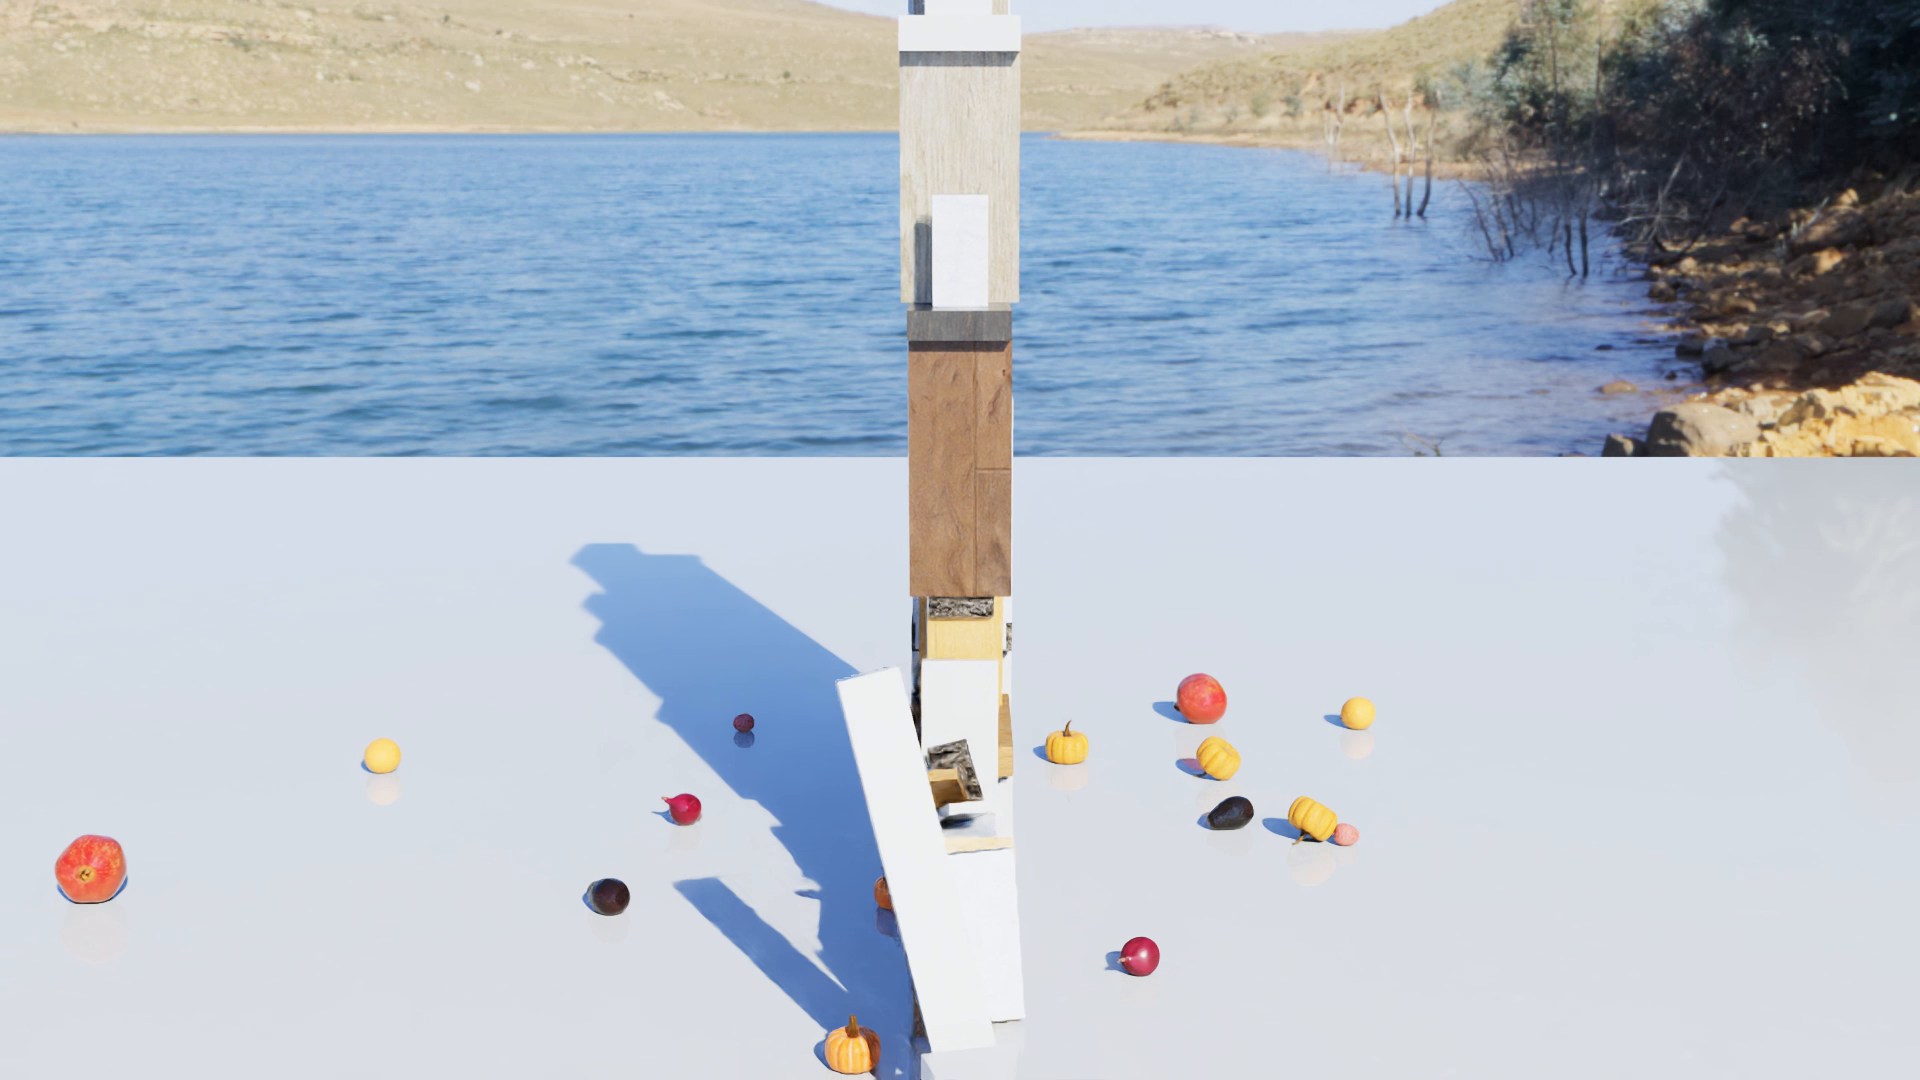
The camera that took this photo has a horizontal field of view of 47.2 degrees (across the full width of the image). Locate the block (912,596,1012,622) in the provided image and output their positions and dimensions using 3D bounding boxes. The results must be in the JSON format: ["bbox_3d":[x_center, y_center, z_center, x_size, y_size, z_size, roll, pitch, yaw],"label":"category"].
[{"bbox_3d":[0.004,-0.031,3.852,0.174,0.348,0.049,0,11,0],"label":"block"}]

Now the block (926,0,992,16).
[{"bbox_3d":[-0.002,-0.867,3.220,0.099,0.197,0.028,0,25,-1],"label":"block"}]

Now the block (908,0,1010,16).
[{"bbox_3d":[-0.002,-0.956,3.979,0.177,0.050,0.355,0,11,0],"label":"block"}]

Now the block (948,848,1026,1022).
[{"bbox_3d":[0.021,0.522,2.897,0.111,0.221,0.031,-3,-3,-14],"label":"block"}]

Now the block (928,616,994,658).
[{"bbox_3d":[0.001,0.202,3.269,0.096,0.193,0.027,0,10,0],"label":"block"}]

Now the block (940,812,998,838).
[{"bbox_3d":[-0.008,0.428,3.133,0.120,0.034,0.239,0,11,-1],"label":"block"}]

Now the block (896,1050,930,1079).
[{"bbox_3d":[0.003,0.793,2.442,0.170,0.048,0.995,0,11,0],"label":"block"}]

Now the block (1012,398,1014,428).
[{"bbox_3d":[0.004,-0.247,3.930,0.174,0.049,0.348,0,11,0],"label":"block"}]

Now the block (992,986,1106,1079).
[{"bbox_3d":[0.083,0.669,2.848,0.170,0.048,0.339,-1,11,-6],"label":"block"}]

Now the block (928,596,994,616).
[{"bbox_3d":[0.002,0.081,3.314,0.096,0.027,0.193,0,11,0],"label":"block"}]

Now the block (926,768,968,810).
[{"bbox_3d":[-0.025,0.354,3.111,0.057,0.016,0.113,-6,-28,6],"label":"block"}]

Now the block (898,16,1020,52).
[{"bbox_3d":[-0.002,-0.764,3.344,0.176,0.050,0.353,0,11,0],"label":"block"}]

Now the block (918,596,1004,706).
[{"bbox_3d":[0.001,0.129,3.467,0.131,0.263,0.037,0,11,-1],"label":"block"}]

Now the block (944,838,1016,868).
[{"bbox_3d":[0.019,0.513,2.958,0.111,0.221,0.031,1,-15,-10],"label":"block"}]

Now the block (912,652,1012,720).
[{"bbox_3d":[0.003,0.358,3.952,0.176,0.353,0.050,0,11,0],"label":"block"}]

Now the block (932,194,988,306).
[{"bbox_3d":[0.000,-0.420,3.189,0.081,0.161,0.023,0,17,0],"label":"block"}]

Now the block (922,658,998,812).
[{"bbox_3d":[0.000,0.284,3.201,0.111,0.221,0.031,0,5,1],"label":"block"}]

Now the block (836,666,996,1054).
[{"bbox_3d":[-0.053,0.415,2.770,0.081,0.505,0.023,-14,-4,-9],"label":"block"}]

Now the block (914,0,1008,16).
[{"bbox_3d":[0.001,-1.024,3.545,0.153,0.373,0.043,0,14,0],"label":"block"}]

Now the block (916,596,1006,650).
[{"bbox_3d":[0.001,-0.107,3.731,0.155,0.589,0.044,0,10,0],"label":"block"}]

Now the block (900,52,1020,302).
[{"bbox_3d":[0.000,-0.538,3.267,0.176,0.365,0.050,0,11,-1],"label":"block"}]

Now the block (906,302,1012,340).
[{"bbox_3d":[-0.001,-0.332,3.273,0.149,0.042,0.299,0,10,0],"label":"block"}]

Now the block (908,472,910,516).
[{"bbox_3d":[-0.005,-0.185,3.417,0.149,0.299,0.042,-1,11,-7],"label":"block"}]

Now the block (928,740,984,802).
[{"bbox_3d":[-0.005,0.343,3.160,0.057,0.113,0.016,-13,27,5],"label":"block"}]

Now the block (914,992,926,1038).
[{"bbox_3d":[-0.005,0.577,3.081,0.120,0.239,0.034,0,11,-2],"label":"block"}]

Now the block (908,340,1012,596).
[{"bbox_3d":[0.000,-0.107,3.215,0.149,0.379,0.042,0,10,0],"label":"block"}]

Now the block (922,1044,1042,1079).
[{"bbox_3d":[0.044,0.670,2.614,0.124,0.035,0.248,-3,11,-15],"label":"block"}]

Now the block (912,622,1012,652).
[{"bbox_3d":[0.003,0.138,4.032,0.176,0.050,0.353,0,11,0],"label":"block"}]

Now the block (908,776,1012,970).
[{"bbox_3d":[0.000,0.494,3.328,0.157,0.314,0.044,0,11,0],"label":"block"}]

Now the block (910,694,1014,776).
[{"bbox_3d":[0.000,0.298,3.398,0.157,0.044,0.314,0,11,0],"label":"block"}]

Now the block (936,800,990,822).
[{"bbox_3d":[0.002,0.385,3.112,0.057,0.016,0.113,-2,-12,-12],"label":"block"}]
